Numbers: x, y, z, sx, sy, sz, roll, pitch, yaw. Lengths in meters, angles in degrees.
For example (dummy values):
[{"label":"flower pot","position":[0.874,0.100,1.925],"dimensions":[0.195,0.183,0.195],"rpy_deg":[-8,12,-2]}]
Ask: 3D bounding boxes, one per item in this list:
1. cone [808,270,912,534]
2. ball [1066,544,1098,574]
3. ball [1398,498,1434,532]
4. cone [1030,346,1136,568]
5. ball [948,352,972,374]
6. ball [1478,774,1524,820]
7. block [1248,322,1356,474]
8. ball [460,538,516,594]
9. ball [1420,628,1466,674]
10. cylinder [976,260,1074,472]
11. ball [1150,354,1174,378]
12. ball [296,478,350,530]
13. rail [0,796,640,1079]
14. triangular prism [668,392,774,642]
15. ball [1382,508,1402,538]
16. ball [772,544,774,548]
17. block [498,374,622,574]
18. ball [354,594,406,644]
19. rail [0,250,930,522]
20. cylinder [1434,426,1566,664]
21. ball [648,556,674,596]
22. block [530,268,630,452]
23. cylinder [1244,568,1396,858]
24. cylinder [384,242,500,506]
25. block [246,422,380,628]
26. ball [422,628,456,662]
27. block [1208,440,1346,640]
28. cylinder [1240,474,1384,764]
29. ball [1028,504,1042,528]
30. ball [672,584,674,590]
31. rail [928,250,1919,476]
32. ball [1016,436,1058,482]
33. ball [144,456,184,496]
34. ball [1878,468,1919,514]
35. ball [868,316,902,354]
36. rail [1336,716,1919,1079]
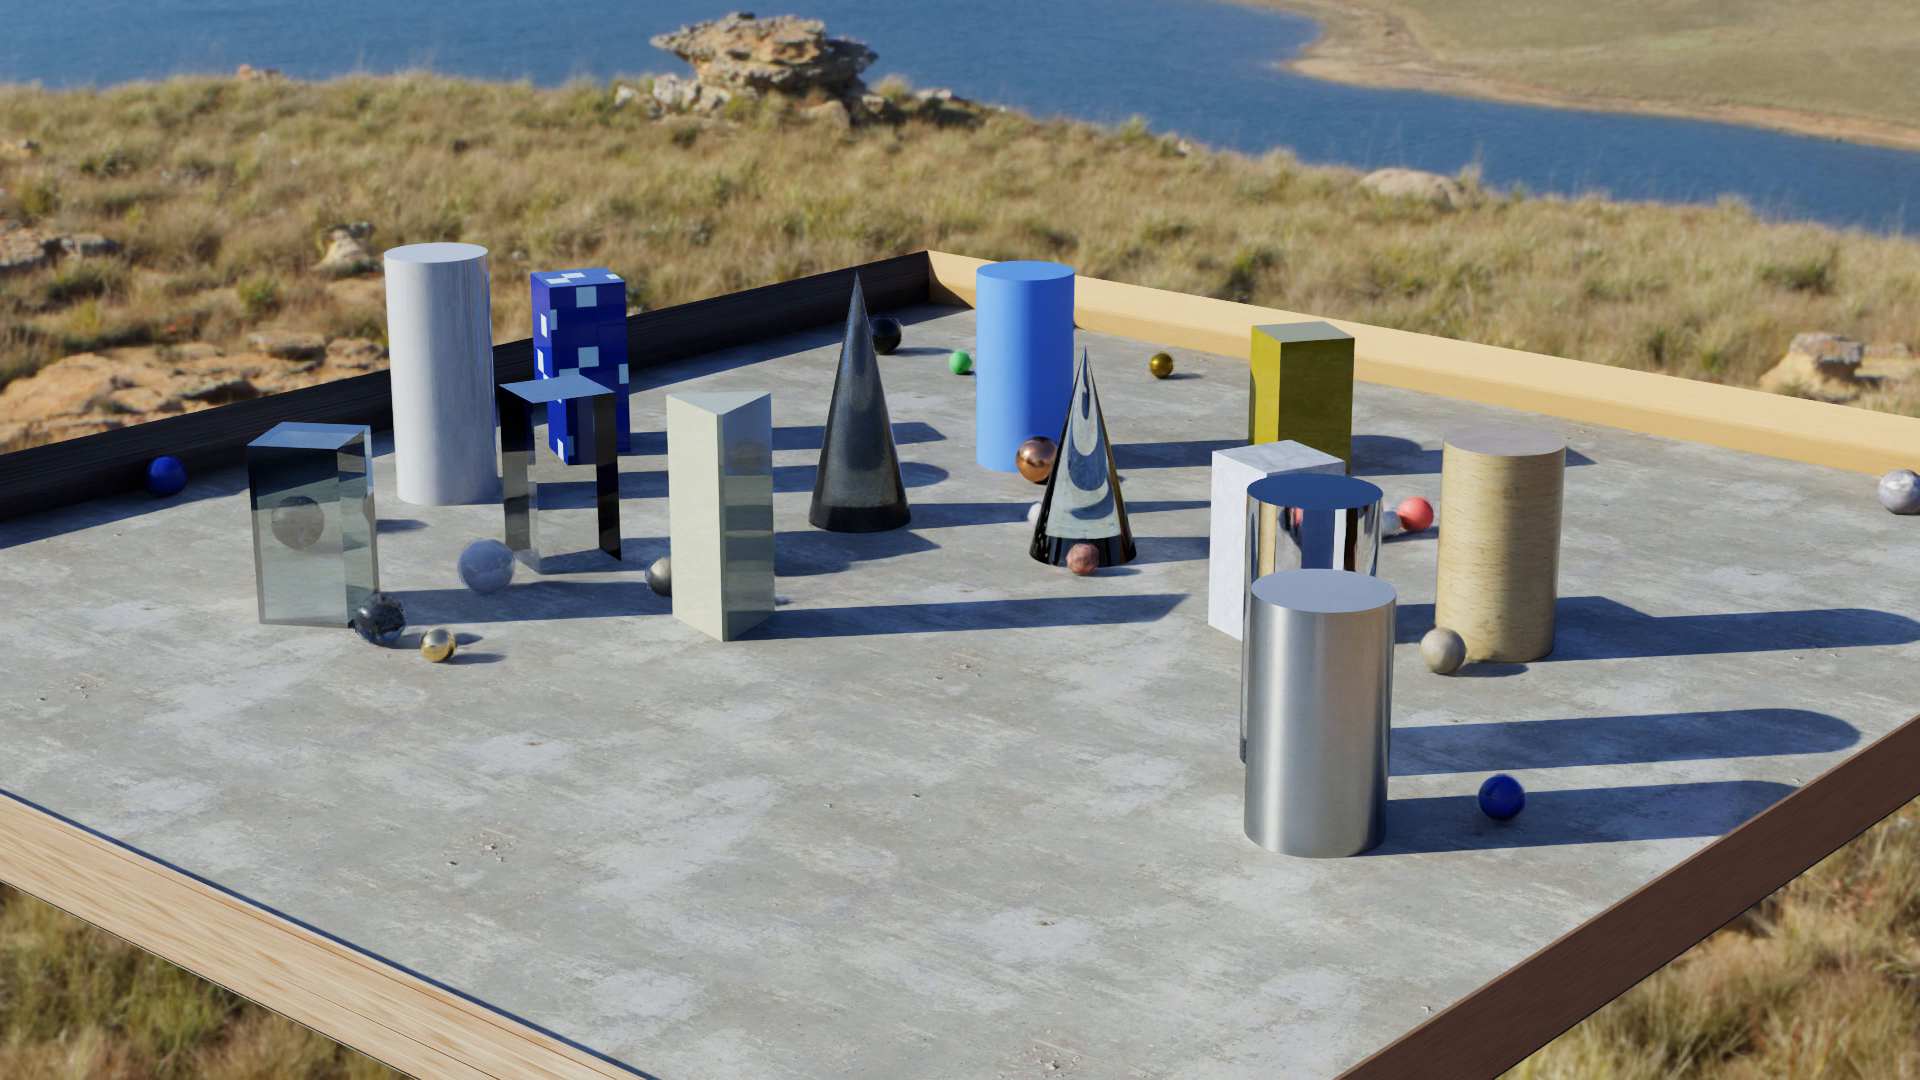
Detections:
[{"label":"cone","position":[-0.191,-0.272,5.518],"dimensions":[0.197,0.483,0.197],"rpy_deg":[0,17,0]},{"label":"ball","position":[0.218,0.034,5.241],"dimensions":[0.057,0.057,0.057],"rpy_deg":[0,17,0]},{"label":"ball","position":[0.854,-0.047,5.494],"dimensions":[0.066,0.066,0.066],"rpy_deg":[0,17,0]},{"label":"cone","position":[0.225,-0.164,5.319],"dimensions":[0.197,0.390,0.197],"rpy_deg":[0,17,0]},{"label":"ball","position":[0.000,-0.405,6.706],"dimensions":[0.052,0.052,0.052],"rpy_deg":[0,17,0]},{"label":"ball","position":[0.763,0.363,4.135],"dimensions":[0.064,0.064,0.064],"rpy_deg":[0,17,0]},{"label":"block","position":[0.685,-0.282,5.903],"dimensions":[0.158,0.281,0.158],"rpy_deg":[-5,17,-15]},{"label":"ball","position":[-0.826,0.046,5.133],"dimensions":[0.097,0.097,0.097],"rpy_deg":[0,17,0]},{"label":"ball","position":[0.780,0.178,4.732],"dimensions":[0.075,0.075,0.075],"rpy_deg":[0,17,0]},{"label":"cylinder","position":[0.131,-0.352,5.936],"dimensions":[0.197,0.394,0.197],"rpy_deg":[0,17,0]},{"label":"ball","position":[0.459,-0.397,6.674],"dimensions":[0.056,0.056,0.056],"rpy_deg":[0,17,0]},{"label":"ball","position":[-1.198,-0.069,5.510],"dimensions":[0.099,0.099,0.099],"rpy_deg":[0,17,0]},{"label":"rail","position":[-1.161,0.418,3.839],"dimensions":[3.334,0.128,0.045],"rpy_deg":[14,22,39]},{"label":"triangular prism","position":[-0.380,-0.050,4.939],"dimensions":[0.148,0.391,0.171],"rpy_deg":[-12,20,-34]},{"label":"ball","position":[0.795,-0.032,5.465],"dimensions":[0.054,0.054,0.054],"rpy_deg":[0,17,0]},{"label":"ball","position":[-0.383,0.009,5.255],"dimensions":[0.096,0.096,0.096],"rpy_deg":[0,17,0]},{"label":"block","position":[-0.723,-0.120,5.302],"dimensions":[0.158,0.317,0.158],"rpy_deg":[-10,19,-29]},{"label":"ball","position":[-0.963,0.131,4.871],"dimensions":[0.084,0.084,0.084],"rpy_deg":[0,17,0]},{"label":"rail","position":[-1.241,-0.279,6.151],"dimensions":[0.045,0.128,3.590],"rpy_deg":[14,22,39]},{"label":"cylinder","position":[0.887,0.006,4.826],"dimensions":[0.197,0.351,0.197],"rpy_deg":[0,17,0]},{"label":"ball","position":[-0.509,0.064,5.117],"dimensions":[0.070,0.070,0.070],"rpy_deg":[0,17,0]},{"label":"block","position":[-0.783,-0.367,6.050],"dimensions":[0.158,0.357,0.158],"rpy_deg":[-7,18,-21]},{"label":"cylinder","position":[0.496,0.238,4.050],"dimensions":[0.197,0.354,0.197],"rpy_deg":[0,17,0]},{"label":"cylinder","position":[-1.005,-0.323,5.694],"dimensions":[0.197,0.478,0.197],"rpy_deg":[0,17,0]},{"label":"block","position":[-1.099,-0.027,4.996],"dimensions":[0.158,0.314,0.158],"rpy_deg":[3,17,9]},{"label":"ball","position":[-0.852,0.170,4.791],"dimensions":[0.056,0.056,0.056],"rpy_deg":[0,17,0]},{"label":"block","position":[0.529,0.006,4.904],"dimensions":[0.158,0.304,0.158],"rpy_deg":[-9,19,-28]},{"label":"cylinder","position":[0.516,0.126,4.320],"dimensions":[0.197,0.411,0.197],"rpy_deg":[0,17,0]},{"label":"ball","position":[0.152,-0.045,5.518],"dimensions":[0.049,0.049,0.049],"rpy_deg":[0,17,0]},{"label":"ball","position":[-0.457,0.075,5.063],"dimensions":[0.081,0.081,0.081],"rpy_deg":[0,17,0]},{"label":"rail","position":[1.161,-0.354,6.400],"dimensions":[3.334,0.128,0.045],"rpy_deg":[14,22,39]},{"label":"ball","position":[0.157,-0.160,5.823],"dimensions":[0.093,0.093,0.093],"rpy_deg":[0,17,0]},{"label":"ball","position":[-1.556,-0.125,5.734],"dimensions":[0.077,0.077,0.077],"rpy_deg":[0,17,0]},{"label":"ball","position":[1.801,-0.094,5.613],"dimensions":[0.087,0.087,0.087],"rpy_deg":[0,17,0]},{"label":"ball","position":[-0.181,-0.483,6.902],"dimensions":[0.087,0.087,0.087],"rpy_deg":[0,17,0]},{"label":"rail","position":[1.241,0.343,4.088],"dimensions":[0.045,0.128,3.590],"rpy_deg":[14,22,39]}]
